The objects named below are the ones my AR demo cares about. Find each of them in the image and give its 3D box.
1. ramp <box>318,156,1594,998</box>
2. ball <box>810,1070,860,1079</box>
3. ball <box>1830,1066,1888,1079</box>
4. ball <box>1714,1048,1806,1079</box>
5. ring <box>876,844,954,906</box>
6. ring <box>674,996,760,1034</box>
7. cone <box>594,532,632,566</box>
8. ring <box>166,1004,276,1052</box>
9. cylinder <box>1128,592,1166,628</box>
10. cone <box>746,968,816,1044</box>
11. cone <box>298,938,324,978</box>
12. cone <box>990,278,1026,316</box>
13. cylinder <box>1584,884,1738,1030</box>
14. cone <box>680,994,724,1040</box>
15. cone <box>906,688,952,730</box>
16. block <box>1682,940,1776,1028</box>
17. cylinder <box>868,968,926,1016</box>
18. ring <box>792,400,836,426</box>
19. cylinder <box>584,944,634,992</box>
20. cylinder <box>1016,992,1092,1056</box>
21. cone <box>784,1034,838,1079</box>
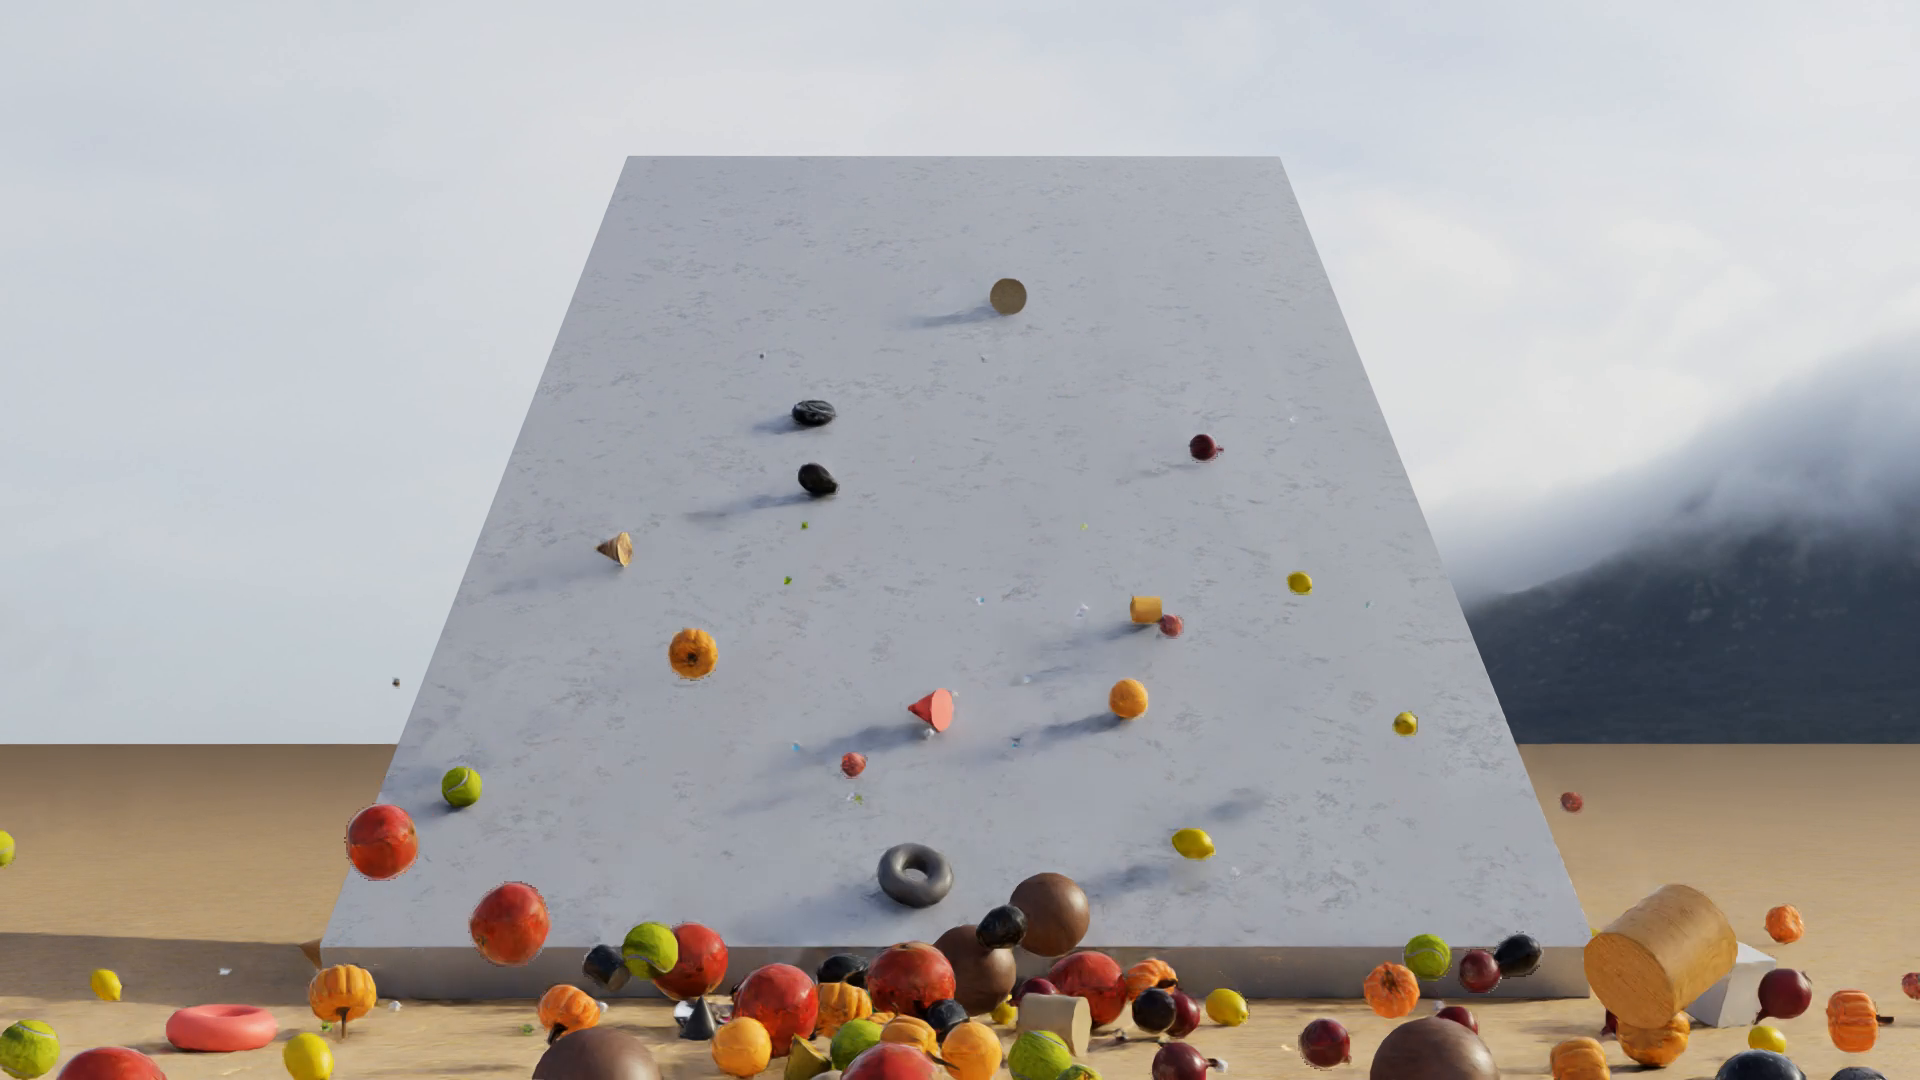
[{"bbox_3d":[-0.011,-0.226,5.515,2.000,0.100,4.000,0,27,0],"label":"ramp"},{"bbox_3d":[-0.123,0.564,2.328,0.084,0.084,0.084,0,-5,0],"label":"ball"},{"bbox_3d":[0.925,0.577,2.432,0.073,0.073,0.073,0,-5,0],"label":"ball"},{"bbox_3d":[0.813,0.565,2.403,0.096,0.096,0.096,0,-5,0],"label":"ball"},{"bbox_3d":[-0.073,0.541,3.832,0.126,0.042,0.126,8,37,-6],"label":"ring"},{"bbox_3d":[-0.341,0.671,3.351,0.126,0.042,0.126,3,-3,0],"label":"ring"},{"bbox_3d":[-0.718,0.018,4.849,0.070,0.070,0.070,0,-4,15],"label":"cone"},{"bbox_3d":[-0.987,0.653,3.169,0.143,0.048,0.143,3,-2,0],"label":"ring"},{"bbox_3d":[0.364,0.136,4.625,0.052,0.052,0.052,29,-15,-19],"label":"cylinder"},{"bbox_3d":[-0.245,0.635,3.254,0.098,0.098,0.098,0,-5,0],"label":"cone"},{"bbox_3d":[-1.044,0.674,3.875,0.098,0.098,0.098,-4,-24,38],"label":"cone"},{"bbox_3d":[0.122,-0.626,6.142,0.096,0.096,0.096,0,0,-2],"label":"cone"},{"bbox_3d":[0.642,0.382,2.175,0.098,0.098,0.098,-27,11,-32],"label":"cylinder"},{"bbox_3d":[-0.357,0.655,3.270,0.061,0.061,0.061,0,-5,0],"label":"cone"},{"bbox_3d":[-0.065,0.306,4.297,0.077,0.077,0.077,-1,-5,31],"label":"cone"},{"bbox_3d":[1.093,0.634,3.418,0.099,0.099,0.099,3,13,-36],"label":"block"},{"bbox_3d":[-0.091,0.657,3.450,0.065,0.065,0.065,6,-7,-21],"label":"cylinder"},{"bbox_3d":[-0.340,-0.295,5.501,0.102,0.034,0.102,1,27,-1],"label":"ring"},{"bbox_3d":[-0.536,0.653,3.617,0.053,0.053,0.053,29,11,29],"label":"cylinder"},{"bbox_3d":[0.120,0.619,3.030,0.074,0.074,0.074,0,-5,22],"label":"cylinder"},{"bbox_3d":[-0.183,0.600,2.665,0.064,0.064,0.064,39,-6,4],"label":"cone"}]
